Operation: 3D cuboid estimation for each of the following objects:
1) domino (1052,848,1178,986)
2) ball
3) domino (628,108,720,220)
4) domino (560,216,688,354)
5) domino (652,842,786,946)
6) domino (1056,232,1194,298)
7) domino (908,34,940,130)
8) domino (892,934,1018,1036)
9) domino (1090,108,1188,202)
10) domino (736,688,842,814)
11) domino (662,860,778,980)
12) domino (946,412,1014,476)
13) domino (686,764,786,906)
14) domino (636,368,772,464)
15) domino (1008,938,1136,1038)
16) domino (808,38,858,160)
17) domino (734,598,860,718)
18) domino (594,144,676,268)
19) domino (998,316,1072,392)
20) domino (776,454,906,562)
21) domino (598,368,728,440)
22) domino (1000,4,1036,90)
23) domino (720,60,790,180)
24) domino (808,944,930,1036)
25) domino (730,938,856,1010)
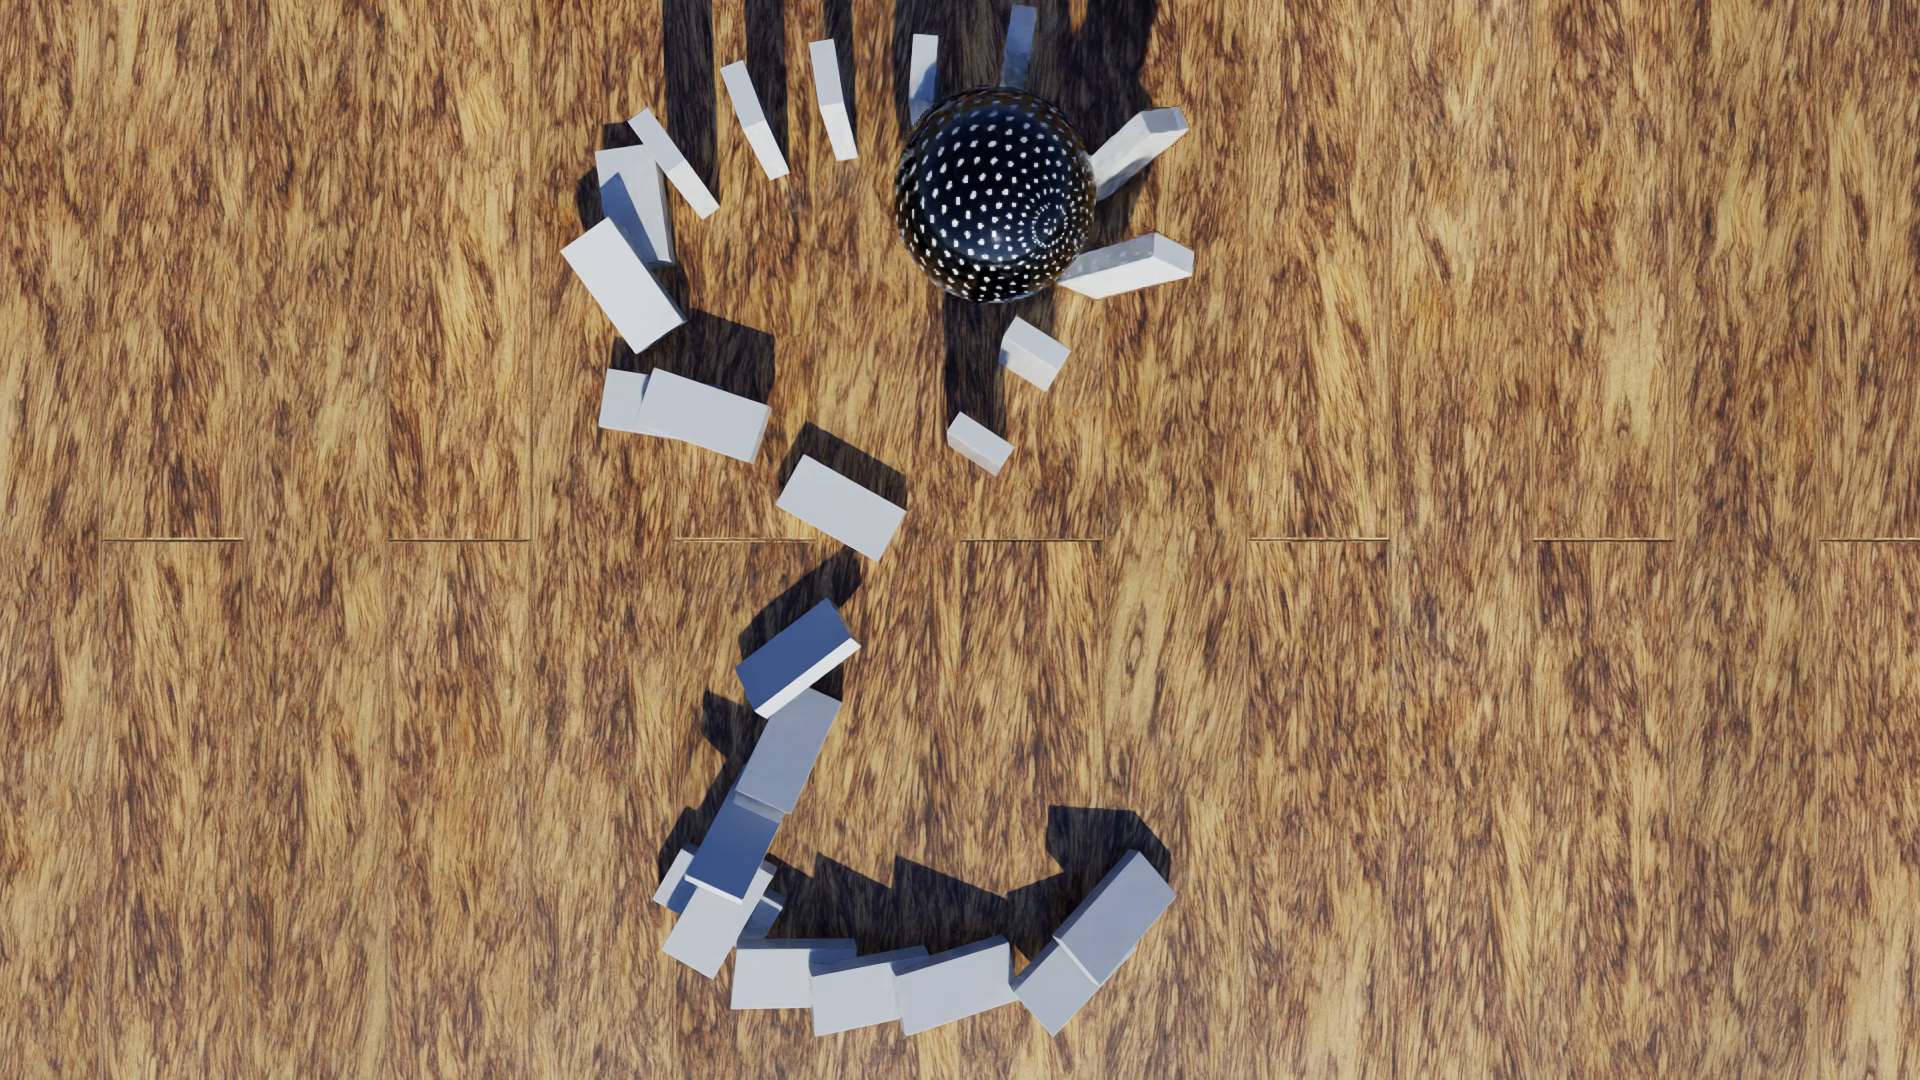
[{"bbox_3d":[0.066,0.158,0.387,0.050,0.010,0.025,-40,90,-20],"label":"domino"},{"bbox_3d":[0.013,-0.134,0.360,0.080,0.080,0.080,0,90,0],"label":"ball"},{"bbox_3d":[-0.116,-0.153,0.375,0.009,0.050,0.025,-36,90,0],"label":"domino"},{"bbox_3d":[-0.142,-0.107,0.388,0.025,0.009,0.050,-32,104,6],"label":"domino"},{"bbox_3d":[-0.103,0.155,0.395,0.050,0.010,0.025,30,90,0],"label":"domino"},{"bbox_3d":[0.066,-0.111,0.373,0.025,0.050,0.010,6,86,-41],"label":"domino"},{"bbox_3d":[-0.014,-0.181,0.375,0.009,0.050,0.025,4,90,0],"label":"domino"},{"bbox_3d":[-0.002,0.188,0.388,0.050,0.010,0.025,-9,90,-17],"label":"domino"},{"bbox_3d":[0.065,-0.155,0.373,0.025,0.050,0.010,-25,90,-36],"label":"domino"},{"bbox_3d":[-0.072,0.087,0.388,0.025,0.010,0.050,24,73,0],"label":"domino"},{"bbox_3d":[-0.101,0.155,0.386,0.025,0.010,0.050,30,90,0],"label":"domino"},{"bbox_3d":[0.008,-0.039,0.375,0.025,0.050,0.009,33,90,0],"label":"domino"},{"bbox_3d":[-0.090,0.122,0.381,0.025,0.010,0.050,24,54,0],"label":"domino"},{"bbox_3d":[-0.108,-0.052,0.386,0.050,0.009,0.025,19,90,0],"label":"domino"},{"bbox_3d":[0.048,0.182,0.390,0.050,0.009,0.025,-42,90,-12],"label":"domino"},{"bbox_3d":[-0.051,-0.179,0.375,0.009,0.050,0.025,-9,90,0],"label":"domino"},{"bbox_3d":[-0.069,0.050,0.389,0.050,0.010,0.025,-37,53,0],"label":"domino"},{"bbox_3d":[-0.140,-0.143,0.395,0.025,0.010,0.050,-8,90,0],"label":"domino"},{"bbox_3d":[0.030,-0.075,0.375,0.025,0.050,0.010,32,90,0],"label":"domino"},{"bbox_3d":[-0.051,-0.014,0.395,0.050,0.009,0.025,29,90,0],"label":"domino"},{"bbox_3d":[-0.128,-0.057,0.395,0.050,0.010,0.025,9,90,0],"label":"domino"},{"bbox_3d":[0.022,-0.185,0.372,0.010,0.050,0.025,9,67,0],"label":"domino"},{"bbox_3d":[-0.083,-0.170,0.375,0.009,0.050,0.025,-21,90,0],"label":"domino"},{"bbox_3d":[-0.038,0.190,0.388,0.050,0.009,0.025,-3,91,-17],"label":"domino"},{"bbox_3d":[-0.071,0.184,0.389,0.050,0.010,0.025,6,90,-14],"label":"domino"}]
